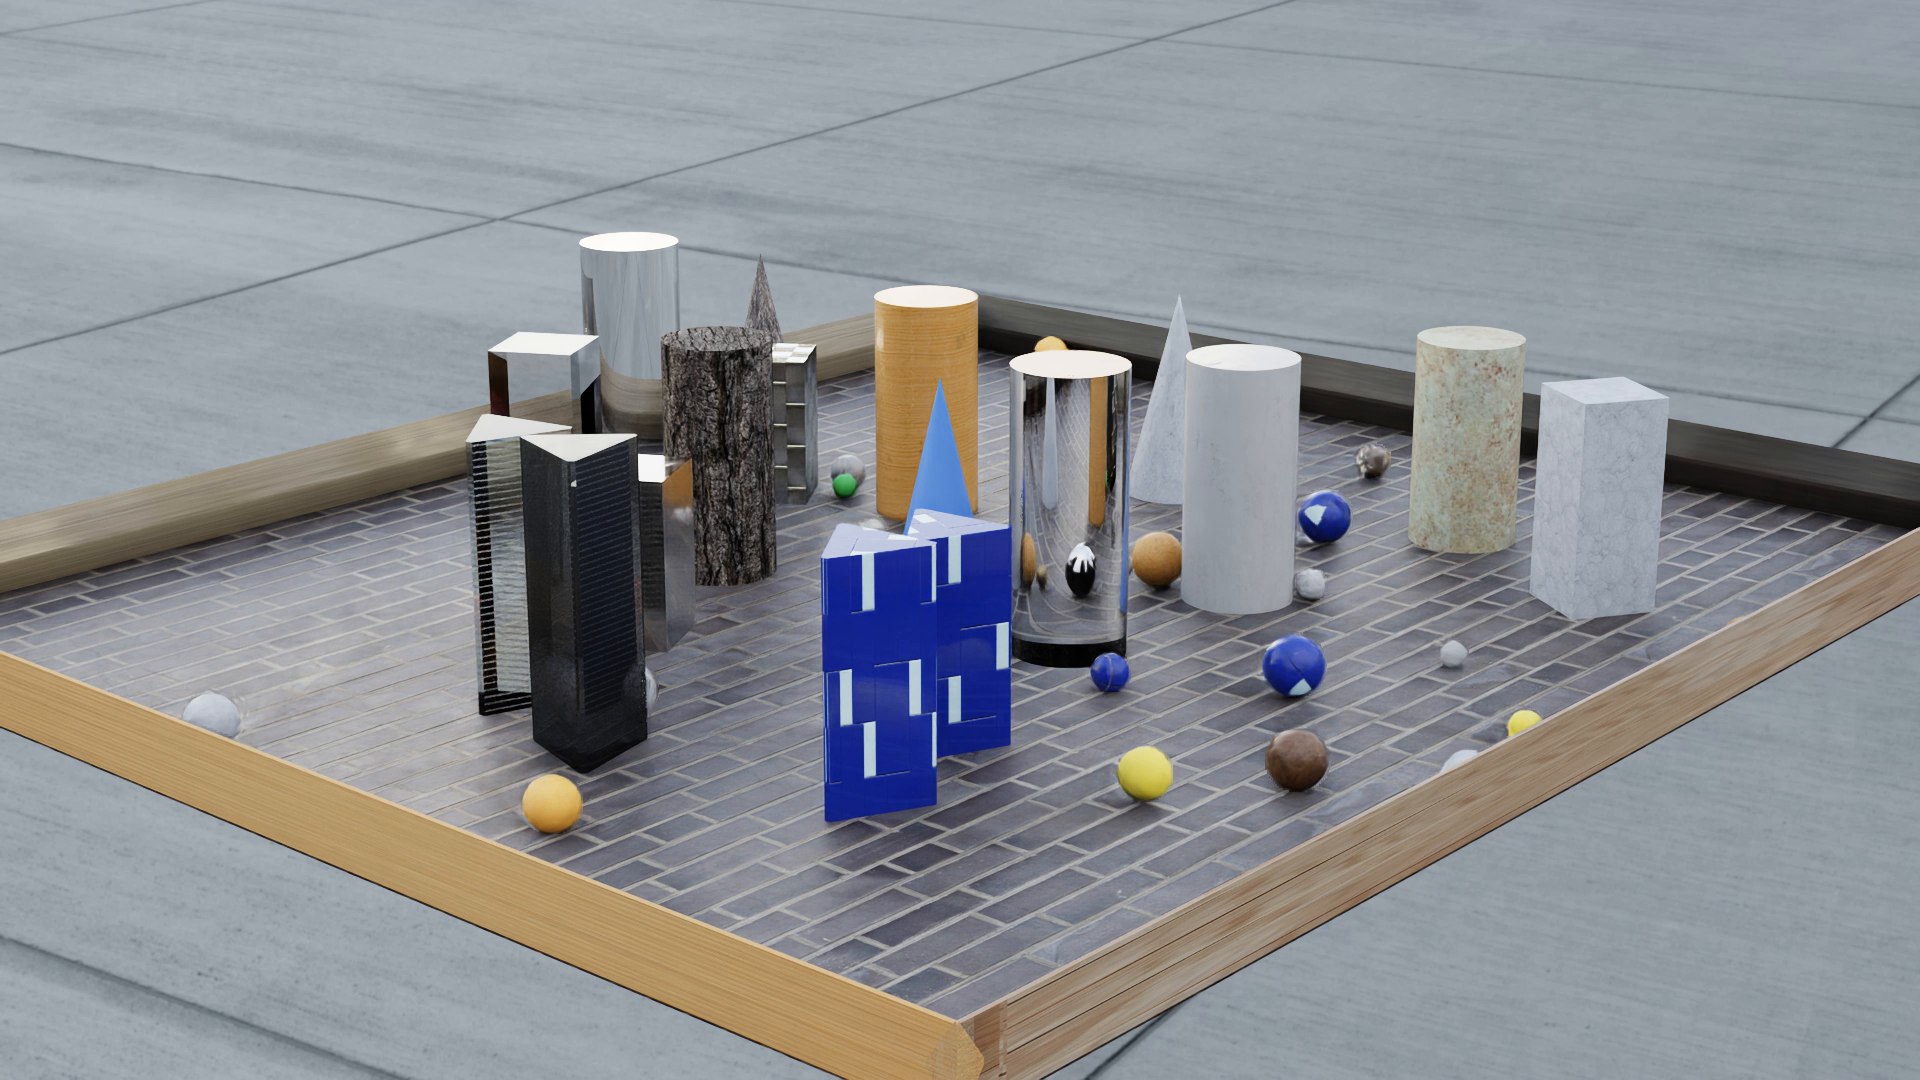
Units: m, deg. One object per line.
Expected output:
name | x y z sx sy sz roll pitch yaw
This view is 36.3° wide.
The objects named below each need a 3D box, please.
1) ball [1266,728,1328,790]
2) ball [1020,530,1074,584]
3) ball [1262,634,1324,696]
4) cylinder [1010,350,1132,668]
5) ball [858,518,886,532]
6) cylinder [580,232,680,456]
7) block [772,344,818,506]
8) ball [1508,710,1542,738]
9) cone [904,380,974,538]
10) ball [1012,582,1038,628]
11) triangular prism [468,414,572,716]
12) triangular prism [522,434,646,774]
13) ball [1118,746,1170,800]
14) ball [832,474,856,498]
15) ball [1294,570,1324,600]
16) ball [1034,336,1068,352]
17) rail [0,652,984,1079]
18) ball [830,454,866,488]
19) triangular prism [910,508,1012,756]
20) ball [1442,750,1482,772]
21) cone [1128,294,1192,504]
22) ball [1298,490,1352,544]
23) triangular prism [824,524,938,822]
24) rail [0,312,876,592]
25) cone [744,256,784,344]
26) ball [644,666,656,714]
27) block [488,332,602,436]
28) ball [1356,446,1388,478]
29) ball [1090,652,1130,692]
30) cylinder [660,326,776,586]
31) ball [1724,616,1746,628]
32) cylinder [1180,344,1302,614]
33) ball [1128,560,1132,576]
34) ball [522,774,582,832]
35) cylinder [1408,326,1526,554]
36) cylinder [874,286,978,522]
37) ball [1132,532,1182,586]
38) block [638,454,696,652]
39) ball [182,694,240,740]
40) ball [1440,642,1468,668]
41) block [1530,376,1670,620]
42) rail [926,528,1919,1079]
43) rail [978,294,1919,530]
ball | 0.488 0.317 4.242 0.090 0.090 0.090 0 17 0
ball | 0.154 0.031 5.185 0.094 0.094 0.094 0 17 0
ball | 0.526 0.198 4.623 0.098 0.098 0.098 0 17 0
cylinder | 0.178 -0.052 4.783 0.196 0.484 0.196 0 17 0
ball | -0.162 -0.012 5.394 0.055 0.055 0.055 0 17 0
cylinder | -0.661 -0.378 5.917 0.196 0.454 0.196 0 17 0
block | -0.367 -0.227 5.715 0.157 0.283 0.157 2 17 6
ball | 0.852 0.283 4.415 0.055 0.055 0.055 0 17 0
cone | -0.033 -0.067 4.932 0.196 0.427 0.196 0 17 0
ball | 0.091 0.110 4.950 0.078 0.078 0.078 0 17 0
triangular prism | -0.706 0.032 4.586 0.170 0.439 0.147 -10 19 -29
triangular prism | -0.538 0.084 4.348 0.147 0.476 0.170 -11 20 -31
ball | 0.264 0.335 4.206 0.077 0.077 0.077 0 17 0
ball | -0.225 -0.105 5.716 0.047 0.047 0.047 0 17 0
ball | 0.608 0.077 5.102 0.053 0.053 0.053 0 17 0
ball | 0.209 -0.425 6.717 0.081 0.081 0.081 0 17 0
rail | -0.950 0.348 4.072 2.548 0.127 0.045 14 22 39
ball | -0.221 -0.133 5.772 0.069 0.069 0.069 0 17 0
triangular prism | -0.031 0.136 4.407 0.170 0.342 0.147 -8 19 -25
ball | 0.726 0.340 4.185 0.080 0.080 0.080 0 17 0
cone | 0.424 -0.287 5.717 0.196 0.396 0.196 0 17 0
ball | 0.675 -0.042 5.422 0.098 0.098 0.098 0 17 0
triangular prism | -0.140 0.182 4.174 0.170 0.389 0.147 -7 18 -23
rail | -0.944 -0.205 5.905 0.045 0.127 2.945 14 22 39
cone | -0.403 -0.379 5.980 0.196 0.420 0.196 0 17 0
ball | -0.515 0.233 4.509 0.098 0.098 0.098 0 17 0
block | -0.759 -0.181 5.405 0.157 0.372 0.157 4 17 12
ball | 0.824 -0.157 5.858 0.065 0.065 0.065 0 17 0
ball | 0.237 0.209 4.649 0.062 0.062 0.062 0 17 0
cylinder | -0.428 -0.150 5.212 0.196 0.426 0.196 0 17 0
ball | 1.280 0.162 4.787 0.073 0.073 0.073 0 17 0
cylinder | 0.483 -0.106 5.060 0.196 0.429 0.196 0 17 0
ball | 0.283 0.051 5.205 0.044 0.044 0.044 0 17 0
ball | -0.569 0.368 4.091 0.081 0.081 0.081 0 17 0
cylinder | 0.934 -0.186 5.407 0.196 0.382 0.196 0 17 0
cylinder | -0.064 -0.260 5.589 0.196 0.417 0.196 0 17 0
ball | 0.351 0.034 5.171 0.096 0.096 0.096 0 17 0
block | -0.541 0.019 4.881 0.157 0.292 0.157 4 17 12
ball | -1.124 0.272 4.400 0.085 0.085 0.085 0 17 0
ball | 0.801 0.186 4.756 0.044 0.044 0.044 0 17 0
block | 1.096 -0.073 5.037 0.157 0.379 0.157 -5 17 -16
rail | 0.944 0.269 4.335 0.045 0.127 2.945 14 22 39
rail | 0.950 -0.284 6.168 2.548 0.127 0.045 14 22 39
